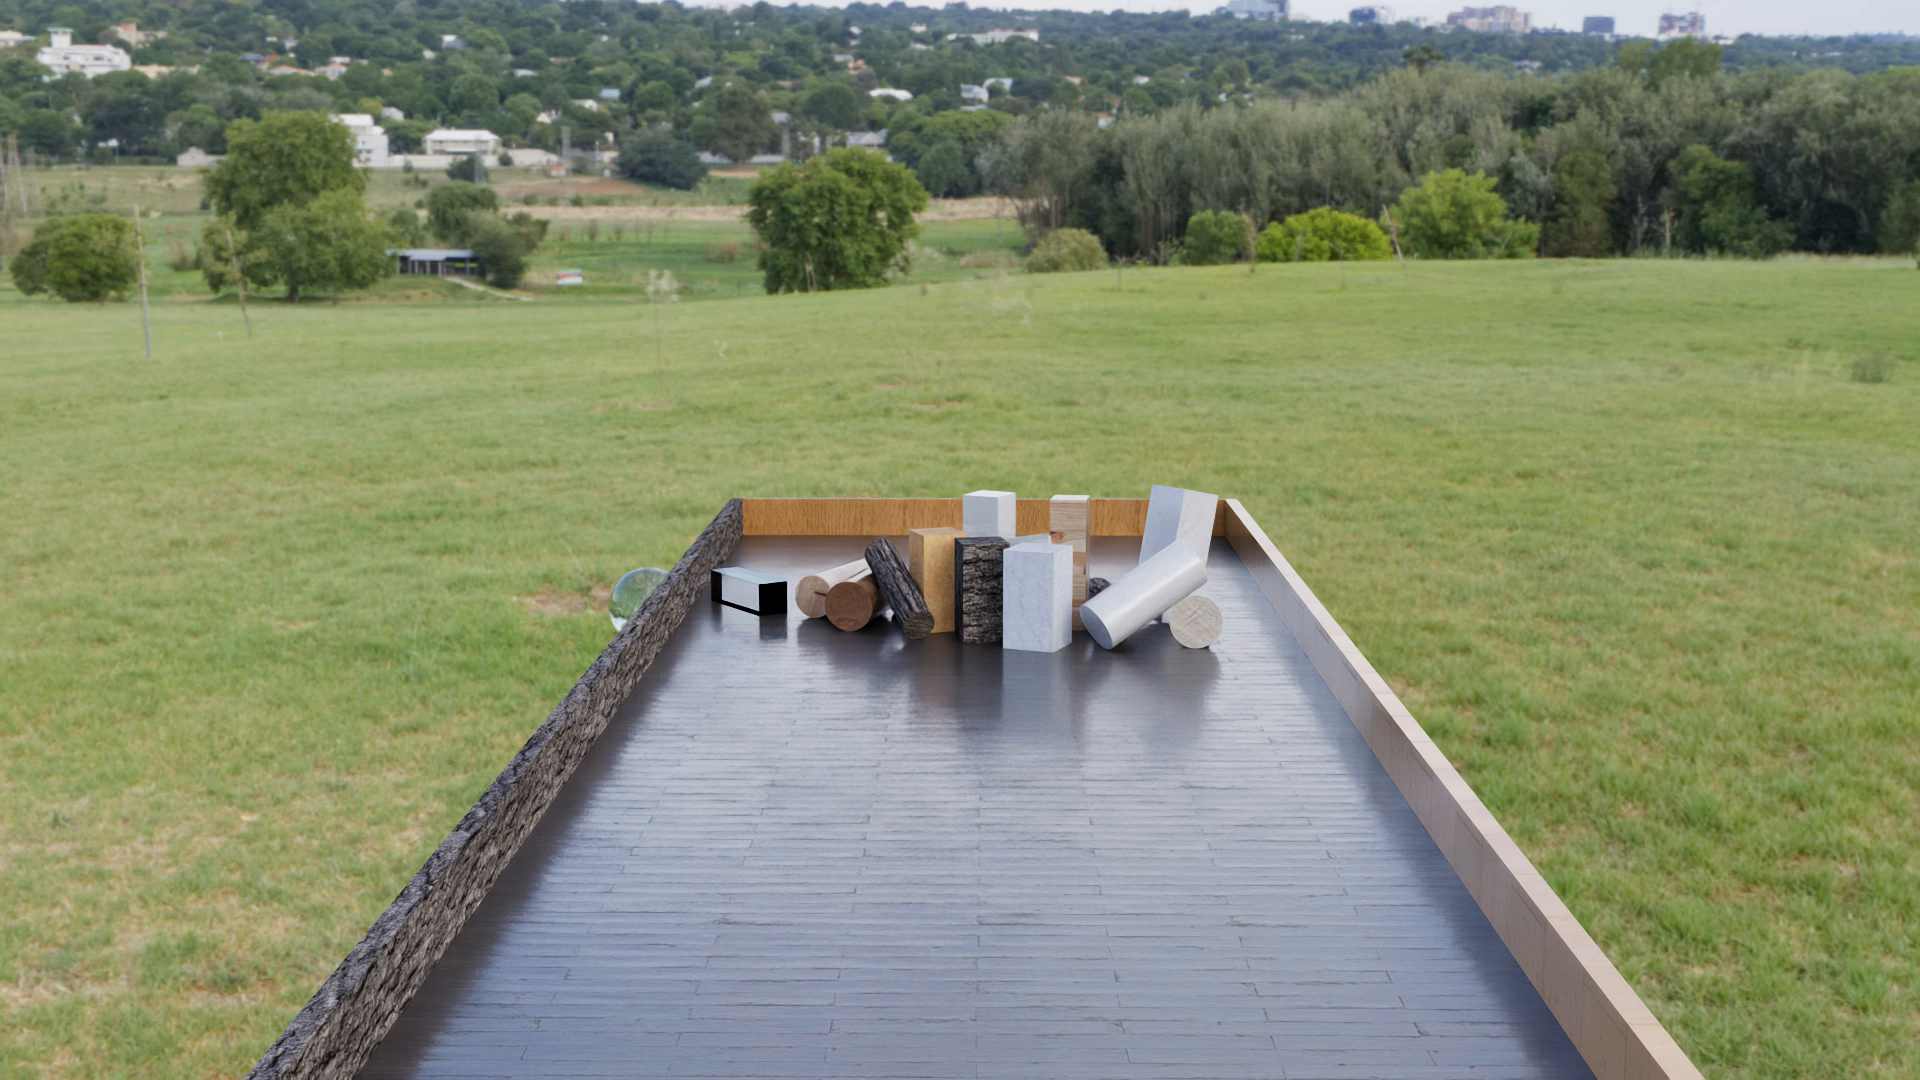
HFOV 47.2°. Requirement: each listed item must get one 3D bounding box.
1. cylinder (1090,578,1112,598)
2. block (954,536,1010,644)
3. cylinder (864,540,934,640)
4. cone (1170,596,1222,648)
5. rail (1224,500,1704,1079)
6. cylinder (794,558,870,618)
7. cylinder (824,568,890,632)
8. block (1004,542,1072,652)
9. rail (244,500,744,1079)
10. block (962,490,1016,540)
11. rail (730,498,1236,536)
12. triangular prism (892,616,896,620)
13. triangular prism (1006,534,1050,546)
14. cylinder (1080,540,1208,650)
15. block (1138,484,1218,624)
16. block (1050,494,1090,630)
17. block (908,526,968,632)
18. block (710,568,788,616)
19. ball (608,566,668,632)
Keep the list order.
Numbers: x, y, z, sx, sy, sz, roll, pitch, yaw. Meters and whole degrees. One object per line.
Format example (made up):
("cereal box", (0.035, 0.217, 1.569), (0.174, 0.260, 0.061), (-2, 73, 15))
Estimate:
("cylinder", (0.487, 0.220, 7.242), (0.119, 0.119, 0.449), (-1, 9, -6))
("block", (0.070, 0.158, 7.008), (0.150, 0.315, 0.150), (-2, 9, -10))
("cylinder", (-0.199, 0.157, 7.156), (0.106, 0.106, 0.430), (-3, 33, -20))
("cone", (0.758, 0.271, 7.047), (0.165, 0.165, 0.334), (1, -5, 7))
("rail", (1.046, 0.843, 3.208), (0.050, 0.150, 12.000), (0, 9, 1))
("cylinder", (-0.405, 0.162, 7.531), (0.144, 0.144, 0.396), (4, 10, 25))
("cylinder", (-0.324, 0.192, 7.276), (0.163, 0.163, 0.301), (2, 9, 14))
("block", (0.244, 0.178, 6.893), (0.167, 0.311, 0.167), (4, 10, 23))
("rail", (-1.004, 0.839, 3.234), (0.050, 0.150, 12.000), (0, 9, 1))
("block", (0.095, 0.066, 7.192), (0.127, 0.438, 0.127), (5, 10, 27))
("rail", (0.099, -0.098, 9.147), (2.100, 0.150, 0.050), (0, 9, 1))
("triangular prism", (-0.112, 0.192, 7.493), (0.105, 0.091, 0.422), (3, 10, 19))
("triangular prism", (0.261, 0.142, 7.066), (0.156, 0.317, 0.135), (-2, 5, 29))
("cylinder", (0.575, 0.171, 6.889), (0.383, 0.164, 0.164), (-33, 21, -17))
("block", (0.702, 0.051, 7.217), (0.154, 0.438, 0.154), (9, 2, -39))
("block", (0.359, 0.073, 7.183), (0.117, 0.428, 0.117), (2, 9, 10))
("block", (-0.071, 0.129, 7.177), (0.150, 0.318, 0.150), (-3, 10, -20))
("block", (-0.726, 0.175, 7.553), (0.110, 0.110, 0.343), (-6, 11, -34))
("ball", (-1.234, 0.265, 8.730), (0.317, 0.317, 0.317), (0, 9, 0))
